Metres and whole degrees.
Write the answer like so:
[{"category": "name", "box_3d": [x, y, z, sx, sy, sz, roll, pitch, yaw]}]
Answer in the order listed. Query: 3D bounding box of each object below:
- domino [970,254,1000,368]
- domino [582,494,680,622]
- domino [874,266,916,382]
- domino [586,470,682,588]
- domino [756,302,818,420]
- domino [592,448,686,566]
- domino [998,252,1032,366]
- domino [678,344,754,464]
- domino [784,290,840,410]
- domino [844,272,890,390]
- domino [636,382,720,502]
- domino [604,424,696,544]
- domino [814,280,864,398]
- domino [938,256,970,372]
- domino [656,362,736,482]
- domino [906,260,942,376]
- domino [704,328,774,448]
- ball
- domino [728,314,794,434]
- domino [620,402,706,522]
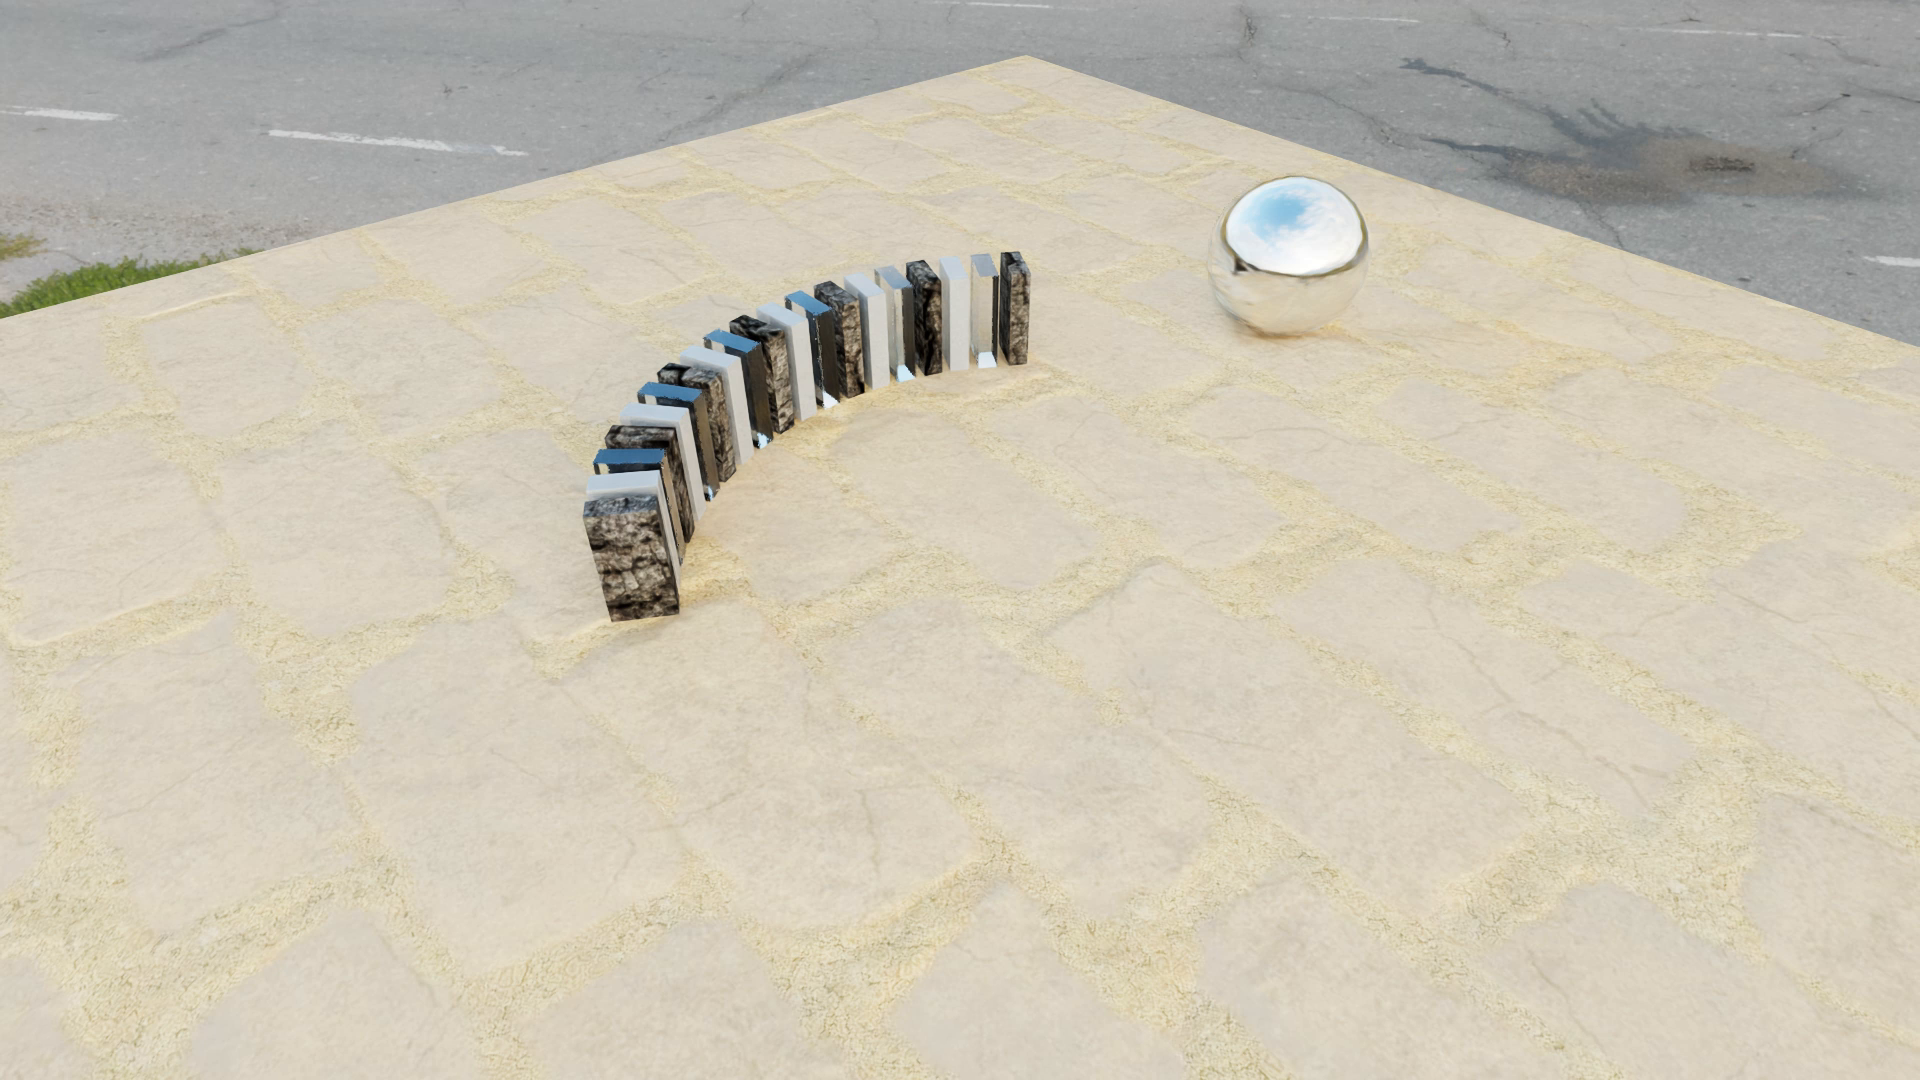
[{"category": "domino", "box_3d": [0.012, -0.115, 0.551, 0.010, 0.050, 0.025, -6, 40, -7]}, {"category": "domino", "box_3d": [-0.119, 0.007, 0.403, 0.025, 0.050, 0.009, -7, 40, -8]}, {"category": "domino", "box_3d": [-0.032, -0.106, 0.541, 0.010, 0.050, 0.025, -17, 42, -20]}, {"category": "domino", "box_3d": [-0.122, -0.002, 0.414, 0.025, 0.050, 0.009, -5, 40, -6]}, {"category": "domino", "box_3d": [-0.081, -0.083, 0.513, 0.025, 0.050, 0.009, 30, 48, 31]}, {"category": "domino", "box_3d": [-0.123, -0.012, 0.426, 0.025, 0.050, 0.009, 0, 39, -1]}, {"category": "domino", "box_3d": [0.027, -0.116, 0.553, 0.010, 0.050, 0.025, -7, 40, -9]}, {"category": "domino", "box_3d": [-0.107, -0.059, 0.483, 0.025, 0.050, 0.009, 17, 42, 20]}, {"category": "domino", "box_3d": [-0.070, -0.090, 0.521, 0.009, 0.050, 0.025, -30, 48, -31]}, {"category": "domino", "box_3d": [-0.045, -0.101, 0.535, 0.010, 0.050, 0.025, -21, 44, -24]}, {"category": "domino", "box_3d": [-0.117, -0.041, 0.461, 0.025, 0.050, 0.009, 10, 40, 12]}, {"category": "domino", "box_3d": [-0.123, -0.022, 0.438, 0.025, 0.050, 0.009, 3, 39, 4]}, {"category": "domino", "box_3d": [-0.058, -0.096, 0.529, 0.010, 0.050, 0.025, -25, 46, -28]}, {"category": "domino", "box_3d": [-0.003, -0.113, 0.549, 0.010, 0.050, 0.025, -8, 40, -10]}, {"category": "domino", "box_3d": [-0.113, -0.050, 0.473, 0.025, 0.050, 0.009, 14, 41, 16]}, {"category": "domino", "box_3d": [-0.018, -0.110, 0.546, 0.009, 0.050, 0.025, -13, 41, -16]}, {"category": "domino", "box_3d": [-0.099, -0.067, 0.494, 0.025, 0.050, 0.010, 21, 44, 24]}, {"category": "ball", "box_3d": [0.169, -0.145, 0.565, 0.080, 0.080, 0.080, 0, 39, 0]}, {"category": "domino", "box_3d": [-0.090, -0.075, 0.504, 0.025, 0.050, 0.010, 26, 46, 28]}, {"category": "domino", "box_3d": [-0.121, -0.031, 0.450, 0.025, 0.050, 0.009, 6, 40, 8]}]
